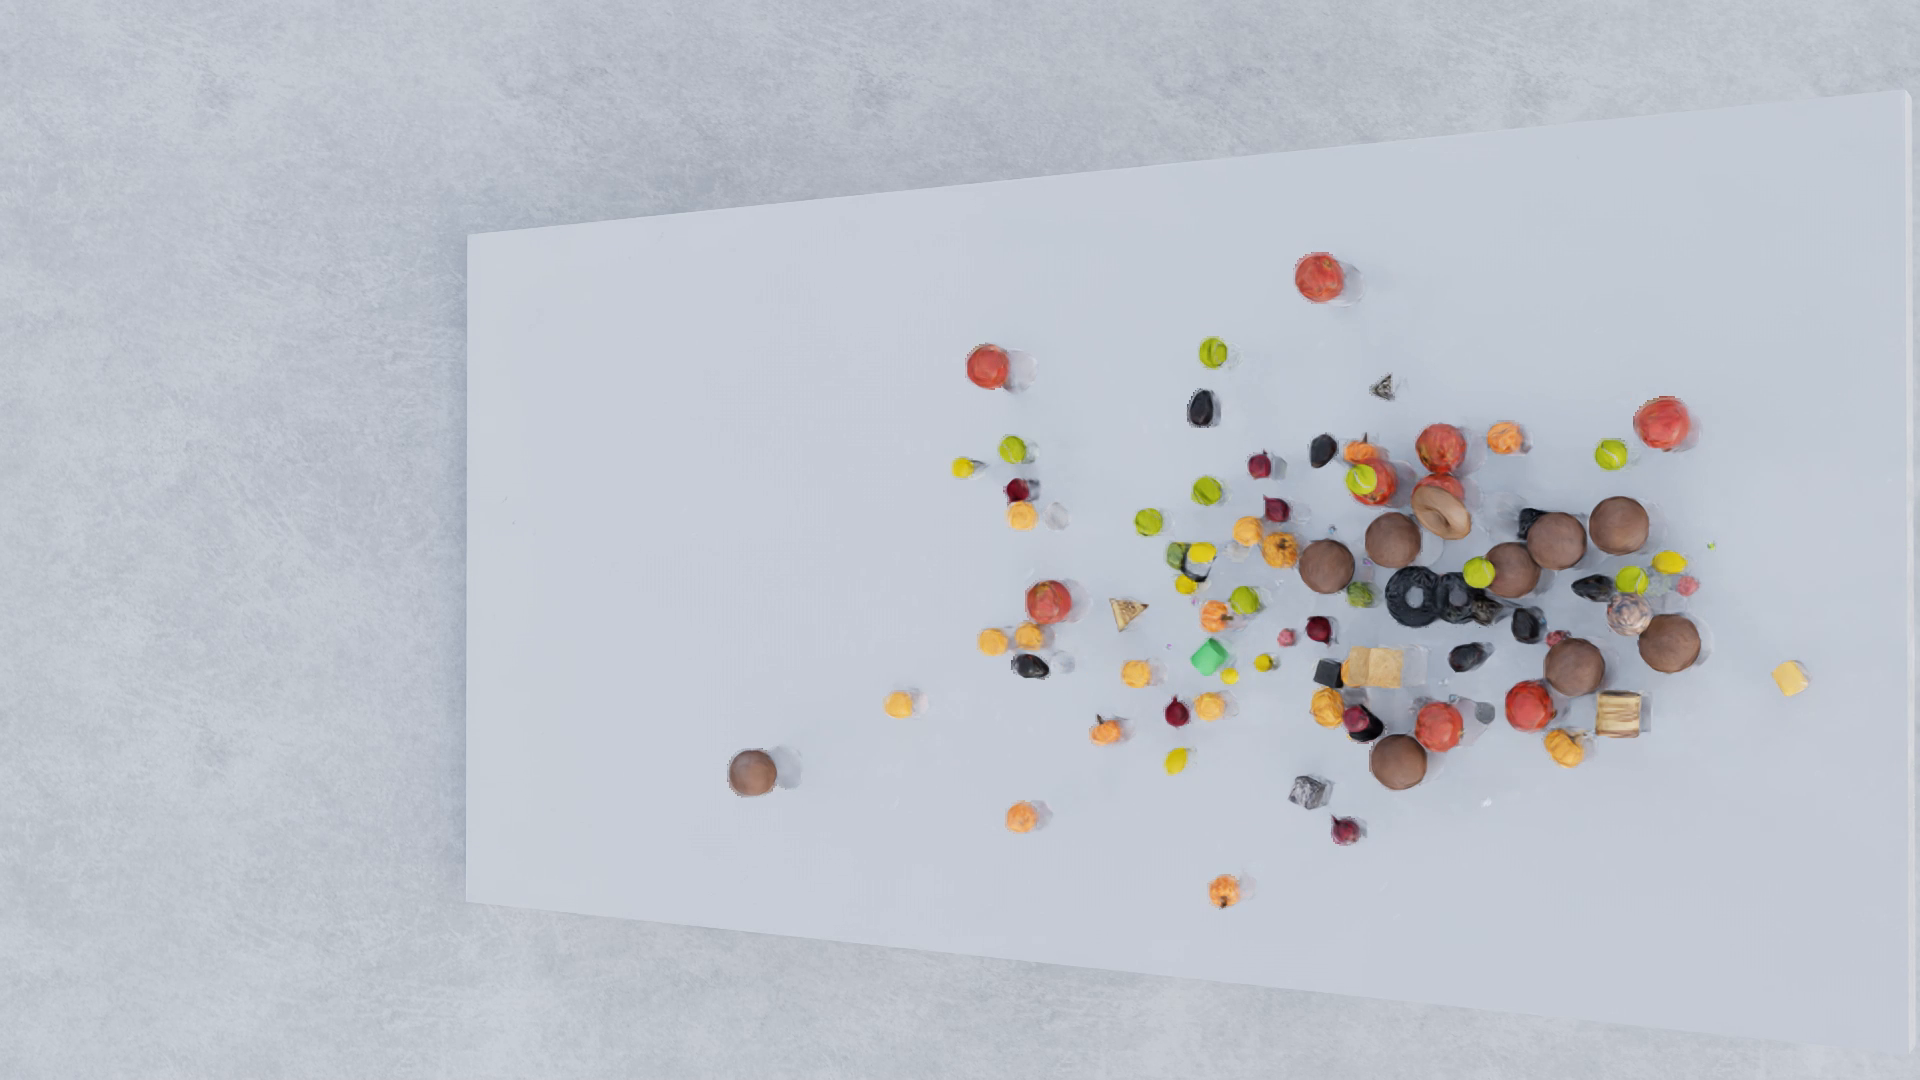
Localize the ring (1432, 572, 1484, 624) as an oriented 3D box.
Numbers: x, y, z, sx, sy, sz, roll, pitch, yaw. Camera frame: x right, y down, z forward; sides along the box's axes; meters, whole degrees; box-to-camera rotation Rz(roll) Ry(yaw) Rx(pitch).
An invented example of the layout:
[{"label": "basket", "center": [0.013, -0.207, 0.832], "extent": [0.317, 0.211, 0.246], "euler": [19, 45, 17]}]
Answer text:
[{"label": "ring", "center": [1.133, 0.132, 5.002], "extent": [0.122, 0.041, 0.122], "euler": [0, 82, 2]}]

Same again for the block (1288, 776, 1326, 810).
[{"label": "block", "center": [0.820, 0.597, 5.195], "extent": [0.058, 0.058, 0.058], "euler": [23, 101, 29]}]

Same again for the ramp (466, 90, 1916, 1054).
[{"label": "ramp", "center": [0.267, 0.074, 5.619], "extent": [4.000, 0.100, 2.000], "euler": [0, 89, 31]}]

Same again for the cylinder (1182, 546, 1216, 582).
[{"label": "cylinder", "center": [0.578, 0.057, 5.328], "extent": [0.064, 0.064, 0.064], "euler": [24, 116, 0]}]

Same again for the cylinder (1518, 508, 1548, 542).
[{"label": "cylinder", "center": [1.281, -0.034, 4.919], "extent": [0.060, 0.060, 0.060], "euler": [10, 80, 0]}]

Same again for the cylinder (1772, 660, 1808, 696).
[{"label": "cylinder", "center": [1.752, 0.292, 4.643], "extent": [0.053, 0.053, 0.053], "euler": [-26, 58, 0]}]

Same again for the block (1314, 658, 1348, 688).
[{"label": "block", "center": [0.872, 0.314, 5.169], "extent": [0.054, 0.054, 0.054], "euler": [20, 99, 29]}]

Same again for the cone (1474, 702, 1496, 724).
[{"label": "cone", "center": [1.183, 0.393, 4.986], "extent": [0.050, 0.050, 0.050], "euler": [0, 89, 31]}]

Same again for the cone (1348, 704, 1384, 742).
[{"label": "cone", "center": [0.932, 0.407, 5.083], "extent": [0.082, 0.082, 0.082], "euler": [-20, 124, 0]}]

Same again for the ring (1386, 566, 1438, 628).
[{"label": "ring", "center": [1.048, 0.131, 5.071], "extent": [0.143, 0.048, 0.143], "euler": [0, 91, 31]}]

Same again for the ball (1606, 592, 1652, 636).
[{"label": "ball", "center": [1.419, 0.158, 4.666], "extent": [0.094, 0.094, 0.094], "euler": [0, 89, 0]}]

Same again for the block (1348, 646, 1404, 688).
[{"label": "block", "center": [0.953, 0.292, 5.045], "extent": [0.087, 0.087, 0.087], "euler": [7, 87, -21]}]

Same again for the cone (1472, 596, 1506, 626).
[{"label": "cone", "center": [1.202, 0.154, 4.951], "extent": [0.070, 0.070, 0.070], "euler": [6, 79, -32]}]

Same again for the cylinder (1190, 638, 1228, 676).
[{"label": "cylinder", "center": [0.603, 0.285, 5.321], "extent": [0.066, 0.066, 0.066], "euler": [42, 111, 0]}]

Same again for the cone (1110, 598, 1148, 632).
[{"label": "cone", "center": [0.424, 0.174, 5.442], "extent": [0.090, 0.090, 0.090], "euler": [-17, 89, 3]}]

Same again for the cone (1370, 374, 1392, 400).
[{"label": "cone", "center": [0.984, -0.360, 5.079], "extent": [0.054, 0.054, 0.054], "euler": [25, 87, 0]}]
